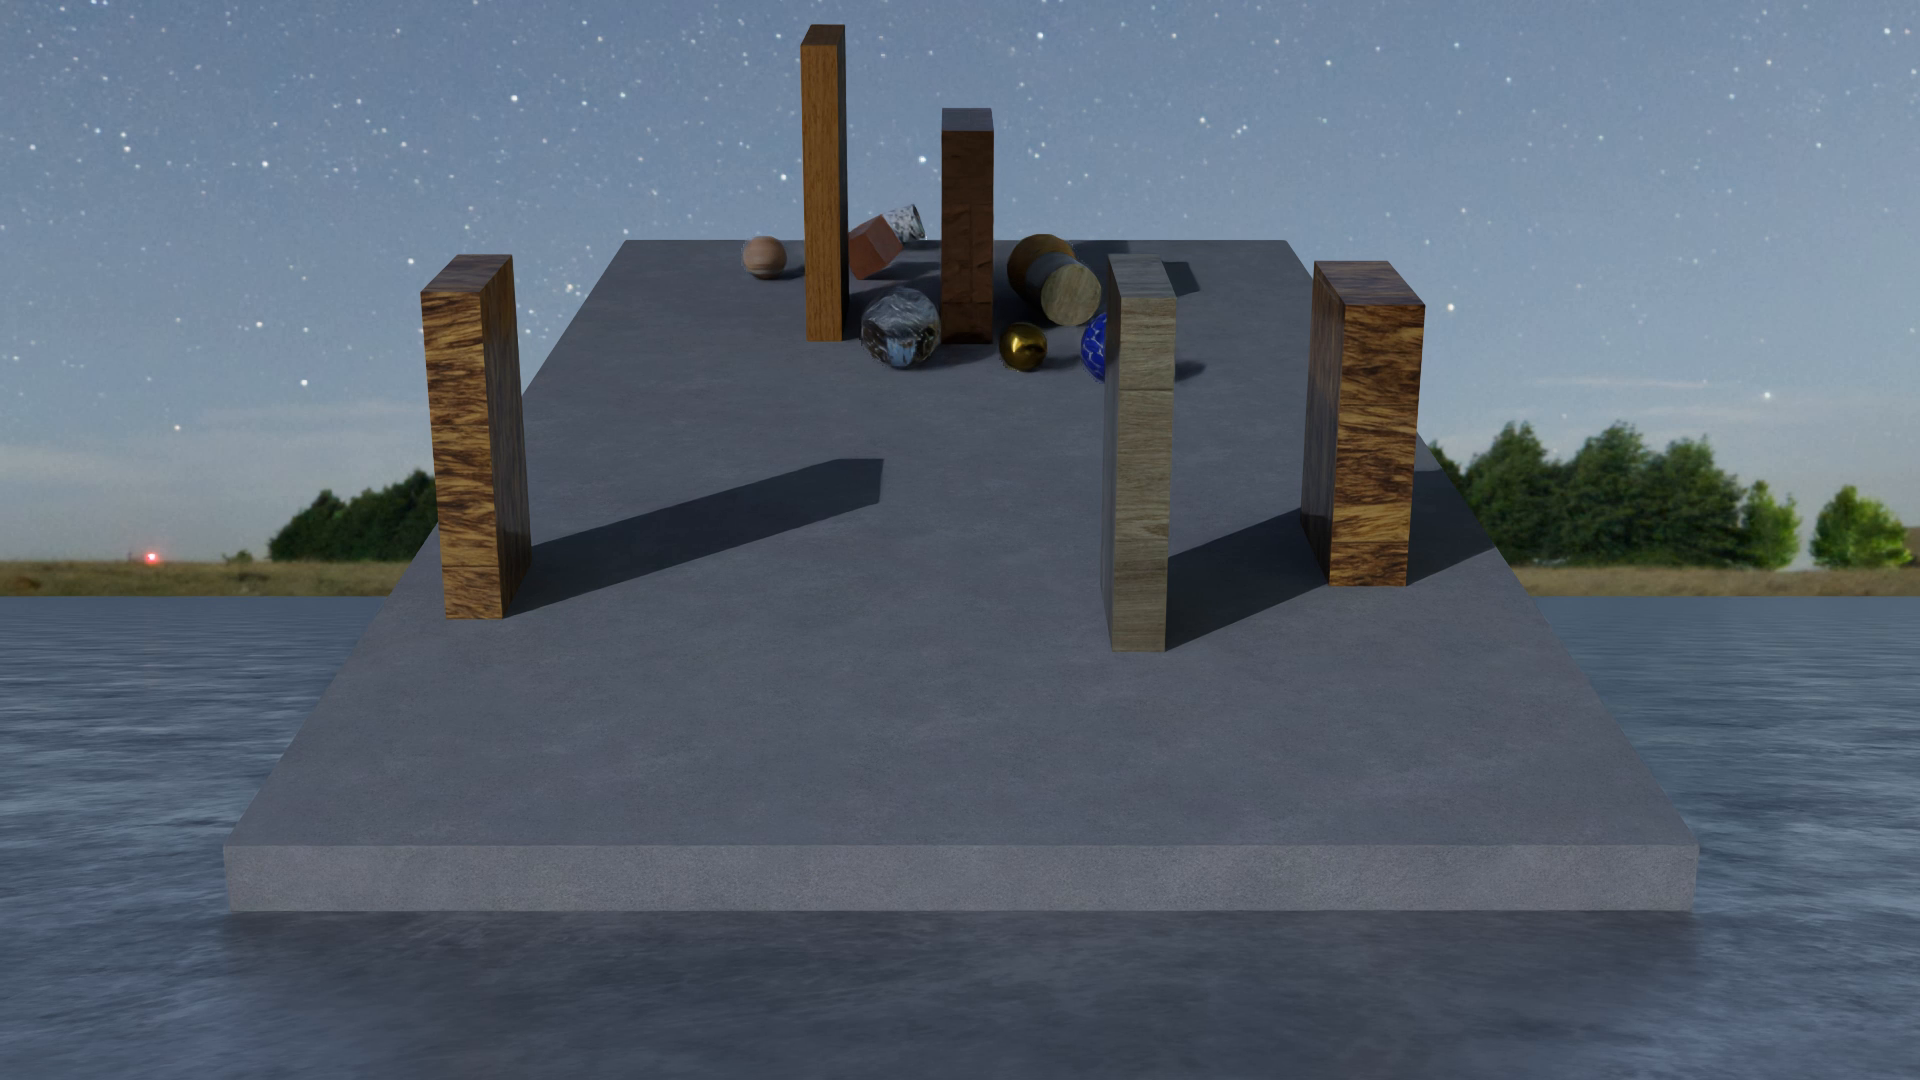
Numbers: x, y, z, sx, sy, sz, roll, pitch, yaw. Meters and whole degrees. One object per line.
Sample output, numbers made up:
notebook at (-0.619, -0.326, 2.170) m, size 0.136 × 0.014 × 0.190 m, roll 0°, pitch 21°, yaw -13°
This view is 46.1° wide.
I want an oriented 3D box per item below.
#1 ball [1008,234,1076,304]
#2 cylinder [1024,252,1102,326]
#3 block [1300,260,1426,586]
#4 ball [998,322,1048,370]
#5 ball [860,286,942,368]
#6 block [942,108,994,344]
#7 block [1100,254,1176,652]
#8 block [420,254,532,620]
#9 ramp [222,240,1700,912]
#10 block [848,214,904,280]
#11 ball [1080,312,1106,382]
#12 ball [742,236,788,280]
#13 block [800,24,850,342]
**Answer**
ball at (0.220, -0.721, 6.009) m, size 0.189 × 0.189 × 0.189 m, roll 0°, pitch -1°, yaw 0°
cylinder at (0.265, -0.652, 5.853) m, size 0.162 × 0.162 × 0.162 m, roll 0°, pitch 19°, yaw -15°
block at (0.723, -0.217, 4.085) m, size 0.136 × 0.510 × 0.353 m, roll 0°, pitch 19°, yaw 0°
ball at (0.151, -0.462, 5.379) m, size 0.116 × 0.116 × 0.116 m, roll 0°, pitch -1°, yaw 0°
ball at (-0.141, -0.508, 5.393) m, size 0.193 × 0.193 × 0.193 m, roll 0°, pitch -1°, yaw 0°
block at (0.018, -0.801, 5.722) m, size 0.127 × 0.530 × 0.373 m, roll 0°, pitch 19°, yaw 0°
block at (0.293, -0.150, 3.766) m, size 0.086 × 0.595 × 0.325 m, roll 0°, pitch 19°, yaw 0°
block at (-0.828, -0.182, 3.890) m, size 0.096 × 0.569 × 0.292 m, roll 0°, pitch 19°, yaw 0°
ramp at (-0.004, -0.200, 4.959) m, size 2.000 × 0.100 × 4.000 m, roll 0°, pitch 19°, yaw 0°
block at (-0.251, -0.816, 6.293) m, size 0.113 × 0.113 × 0.113 m, roll -20°, pitch 22°, yaw 38°
ball at (0.368, -0.447, 5.248) m, size 0.175 × 0.175 × 0.175 m, roll 0°, pitch -1°, yaw 0°
ball at (-0.544, -0.789, 6.299) m, size 0.123 × 0.123 × 0.123 m, roll 0°, pitch -1°, yaw 0°
block at (-0.340, -0.914, 5.740) m, size 0.088 × 0.730 × 0.436 m, roll 0°, pitch 19°, yaw 0°
